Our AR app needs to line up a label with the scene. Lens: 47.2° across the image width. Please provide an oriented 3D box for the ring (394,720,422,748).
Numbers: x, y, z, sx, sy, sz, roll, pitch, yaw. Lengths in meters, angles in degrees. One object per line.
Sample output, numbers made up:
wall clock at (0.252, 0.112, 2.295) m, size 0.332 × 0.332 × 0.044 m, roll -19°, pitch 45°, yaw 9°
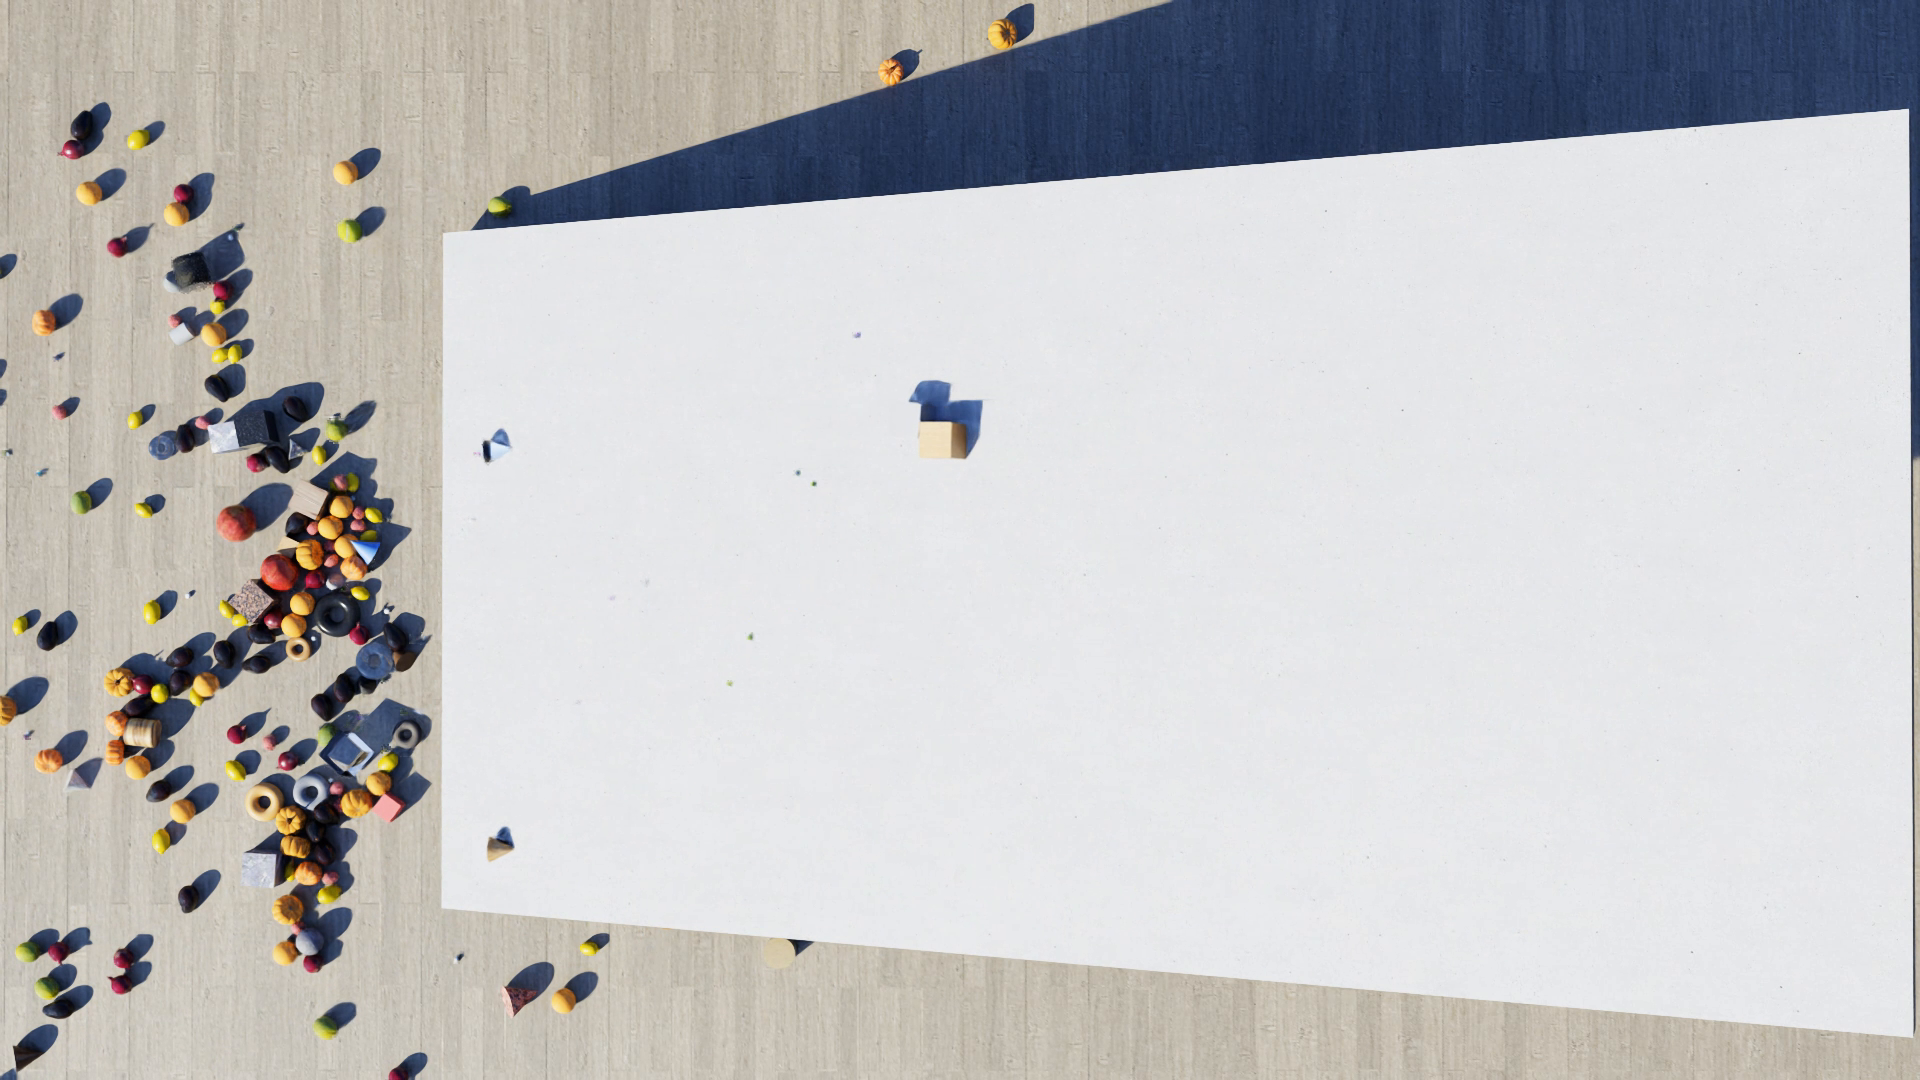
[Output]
ring at (-1.655, 0.581, 6.586) m, size 0.087 × 0.029 × 0.087 m, roll 0°, pitch 89°, yaw 1°

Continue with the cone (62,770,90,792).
cone at (-2.637, 0.734, 6.583) m, size 0.072 × 0.072 × 0.072 m, roll 27°, pitch 89°, yaw -28°

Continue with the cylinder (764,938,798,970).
cylinder at (-0.534, 1.223, 6.547) m, size 0.093 × 0.093 × 0.093 m, roll 0°, pitch 89°, yaw 0°

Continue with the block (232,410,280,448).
block at (-2.101, -0.330, 6.564) m, size 0.093 × 0.093 × 0.093 m, roll -12°, pitch 89°, yaw 0°

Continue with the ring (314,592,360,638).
ring at (-1.864, 0.223, 6.582) m, size 0.139 × 0.046 × 0.139 m, roll 0°, pitch 91°, yaw 0°

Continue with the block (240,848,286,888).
block at (-2.074, 0.977, 6.547) m, size 0.098 × 0.098 × 0.098 m, roll 4°, pitch 89°, yaw 0°

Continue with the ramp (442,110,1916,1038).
ramp at (0.280, 0.080, 5.672) m, size 4.000 × 0.100 × 2.000 m, roll 0°, pitch 89°, yaw 26°

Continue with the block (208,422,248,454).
block at (-2.187, -0.306, 6.570) m, size 0.082 × 0.082 × 0.082 m, roll -10°, pitch 89°, yaw 0°

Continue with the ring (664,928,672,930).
ring at (-0.883, 1.106, 6.551) m, size 0.128 × 0.043 × 0.128 m, roll 9°, pitch 125°, yaw 14°

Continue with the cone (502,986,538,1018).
cone at (-1.306, 1.364, 6.570) m, size 0.099 × 0.099 × 0.099 m, roll -16°, pitch 89°, yaw -27°

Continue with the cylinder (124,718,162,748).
cylinder at (-2.438, 0.574, 6.559) m, size 0.083 × 0.083 × 0.083 m, roll 6°, pitch 89°, yaw 0°

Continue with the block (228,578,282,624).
block at (-2.100, 0.182, 6.558) m, size 0.094 × 0.094 × 0.094 m, roll 42°, pitch 90°, yaw 0°

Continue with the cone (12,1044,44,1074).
cone at (-2.779, 1.541, 6.571) m, size 0.086 × 0.086 × 0.086 m, roll -8°, pitch 89°, yaw -27°

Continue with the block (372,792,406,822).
block at (-1.705, 0.798, 6.567) m, size 0.062 × 0.062 × 0.062 m, roll 36°, pitch 89°, yaw 0°

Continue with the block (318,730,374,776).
block at (-1.826, 0.636, 6.544) m, size 0.095 × 0.095 × 0.095 m, roll 40°, pitch 90°, yaw 12°

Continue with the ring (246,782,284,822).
ring at (-2.080, 0.784, 6.579) m, size 0.117 × 0.039 × 0.117 m, roll 0°, pitch 90°, yaw 1°

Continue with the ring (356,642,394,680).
ring at (-1.754, 0.363, 6.585) m, size 0.113 × 0.038 × 0.113 m, roll 0°, pitch 88°, yaw 0°

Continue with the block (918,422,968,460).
block at (-0.044, -0.258, 5.729) m, size 0.092 × 0.092 × 0.092 m, roll 1°, pitch 90°, yaw 26°

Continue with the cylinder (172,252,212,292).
cylinder at (-2.294, -0.800, 6.570) m, size 0.092 × 0.092 × 0.092 m, roll -18°, pitch 89°, yaw 0°

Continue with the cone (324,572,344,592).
cone at (-1.880, 0.127, 6.577) m, size 0.057 × 0.057 × 0.057 m, roll 0°, pitch 89°, yaw 0°

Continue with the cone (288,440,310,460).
cone at (-1.979, -0.267, 6.596) m, size 0.064 × 0.064 × 0.064 m, roll 5°, pitch 89°, yaw -26°

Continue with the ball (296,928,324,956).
ball at (-1.937, 1.196, 6.553) m, size 0.081 × 0.081 × 0.081 m, roll 0°, pitch 89°, yaw 0°

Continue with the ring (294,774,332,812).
ring at (-1.938, 0.754, 6.580) m, size 0.114 × 0.038 × 0.114 m, roll 0°, pitch 88°, yaw 0°

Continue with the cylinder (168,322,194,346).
cylinder at (-2.331, -0.617, 6.587) m, size 0.053 × 0.053 × 0.053 m, roll -34°, pitch 89°, yaw -2°

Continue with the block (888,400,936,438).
block at (-0.125, -0.314, 5.771) m, size 0.090 × 0.090 × 0.090 m, roll 7°, pitch 93°, yaw 26°

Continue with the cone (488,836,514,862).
cone at (-1.328, 0.899, 6.387) m, size 0.075 × 0.075 × 0.075 m, roll 1°, pitch 89°, yaw -3°

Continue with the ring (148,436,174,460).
ring at (-2.397, -0.276, 6.598) m, size 0.076 × 0.025 × 0.076 m, roll 0°, pitch 90°, yaw -1°

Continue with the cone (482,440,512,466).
cone at (-1.343, -0.261, 6.406) m, size 0.080 × 0.080 × 0.080 m, roll -8°, pitch 89°, yaw 1°

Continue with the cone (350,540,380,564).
cone at (-1.783, 0.021, 6.557) m, size 0.077 × 0.077 × 0.077 m, roll 32°, pitch 89°, yaw -20°

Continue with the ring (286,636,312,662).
ring at (-1.980, 0.325, 6.590) m, size 0.080 × 0.027 × 0.080 m, roll 0°, pitch 91°, yaw 1°

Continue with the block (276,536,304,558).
block at (-2.004, 0.022, 6.581) m, size 0.052 × 0.052 × 0.052 m, roll 26°, pitch 89°, yaw 0°

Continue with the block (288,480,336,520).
block at (-1.933, -0.119, 6.563) m, size 0.090 × 0.090 × 0.090 m, roll 25°, pitch 89°, yaw 0°

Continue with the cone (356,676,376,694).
cone at (-1.782, 0.434, 6.572) m, size 0.061 × 0.061 × 0.061 m, roll 0°, pitch 89°, yaw 0°

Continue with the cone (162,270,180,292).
cone at (-2.365, -0.778, 6.582) m, size 0.067 × 0.067 × 0.067 m, roll 0°, pitch 89°, yaw 0°
